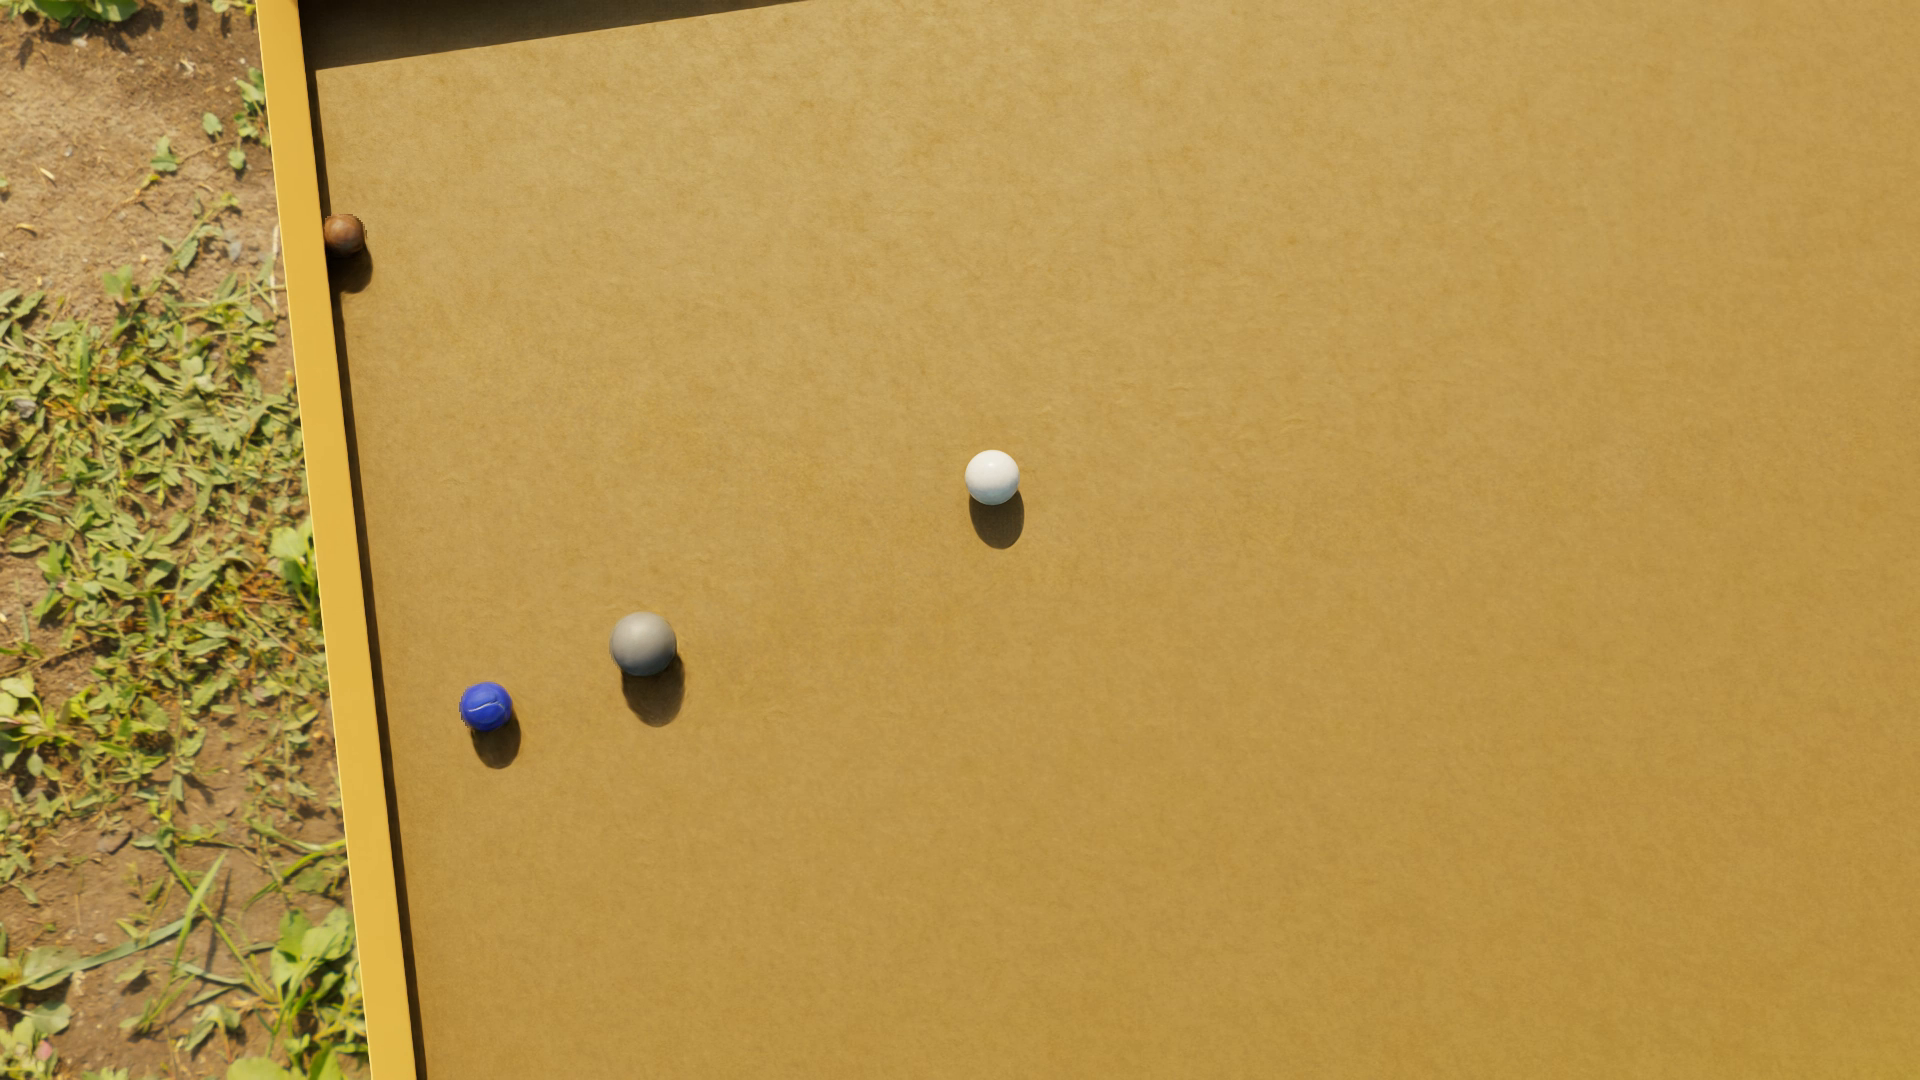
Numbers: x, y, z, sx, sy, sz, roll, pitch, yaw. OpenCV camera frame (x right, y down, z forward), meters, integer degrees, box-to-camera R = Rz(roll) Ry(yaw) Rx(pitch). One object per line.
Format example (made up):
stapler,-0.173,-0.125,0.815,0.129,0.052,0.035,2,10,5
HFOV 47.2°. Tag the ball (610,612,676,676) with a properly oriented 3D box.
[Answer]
ball,-0.465,0.153,3.232,0.096,0.096,0.096,0,82,0

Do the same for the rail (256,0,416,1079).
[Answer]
rail,-0.892,0.128,3.220,0.045,0.125,2.035,-8,82,-1

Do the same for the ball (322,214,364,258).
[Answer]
ball,-0.937,-0.460,3.337,0.066,0.066,0.066,0,82,0

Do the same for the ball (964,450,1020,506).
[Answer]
ball,0.048,-0.093,3.275,0.083,0.083,0.083,0,82,0

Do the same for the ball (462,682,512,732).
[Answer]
ball,-0.695,0.245,3.231,0.073,0.073,0.073,0,82,0
